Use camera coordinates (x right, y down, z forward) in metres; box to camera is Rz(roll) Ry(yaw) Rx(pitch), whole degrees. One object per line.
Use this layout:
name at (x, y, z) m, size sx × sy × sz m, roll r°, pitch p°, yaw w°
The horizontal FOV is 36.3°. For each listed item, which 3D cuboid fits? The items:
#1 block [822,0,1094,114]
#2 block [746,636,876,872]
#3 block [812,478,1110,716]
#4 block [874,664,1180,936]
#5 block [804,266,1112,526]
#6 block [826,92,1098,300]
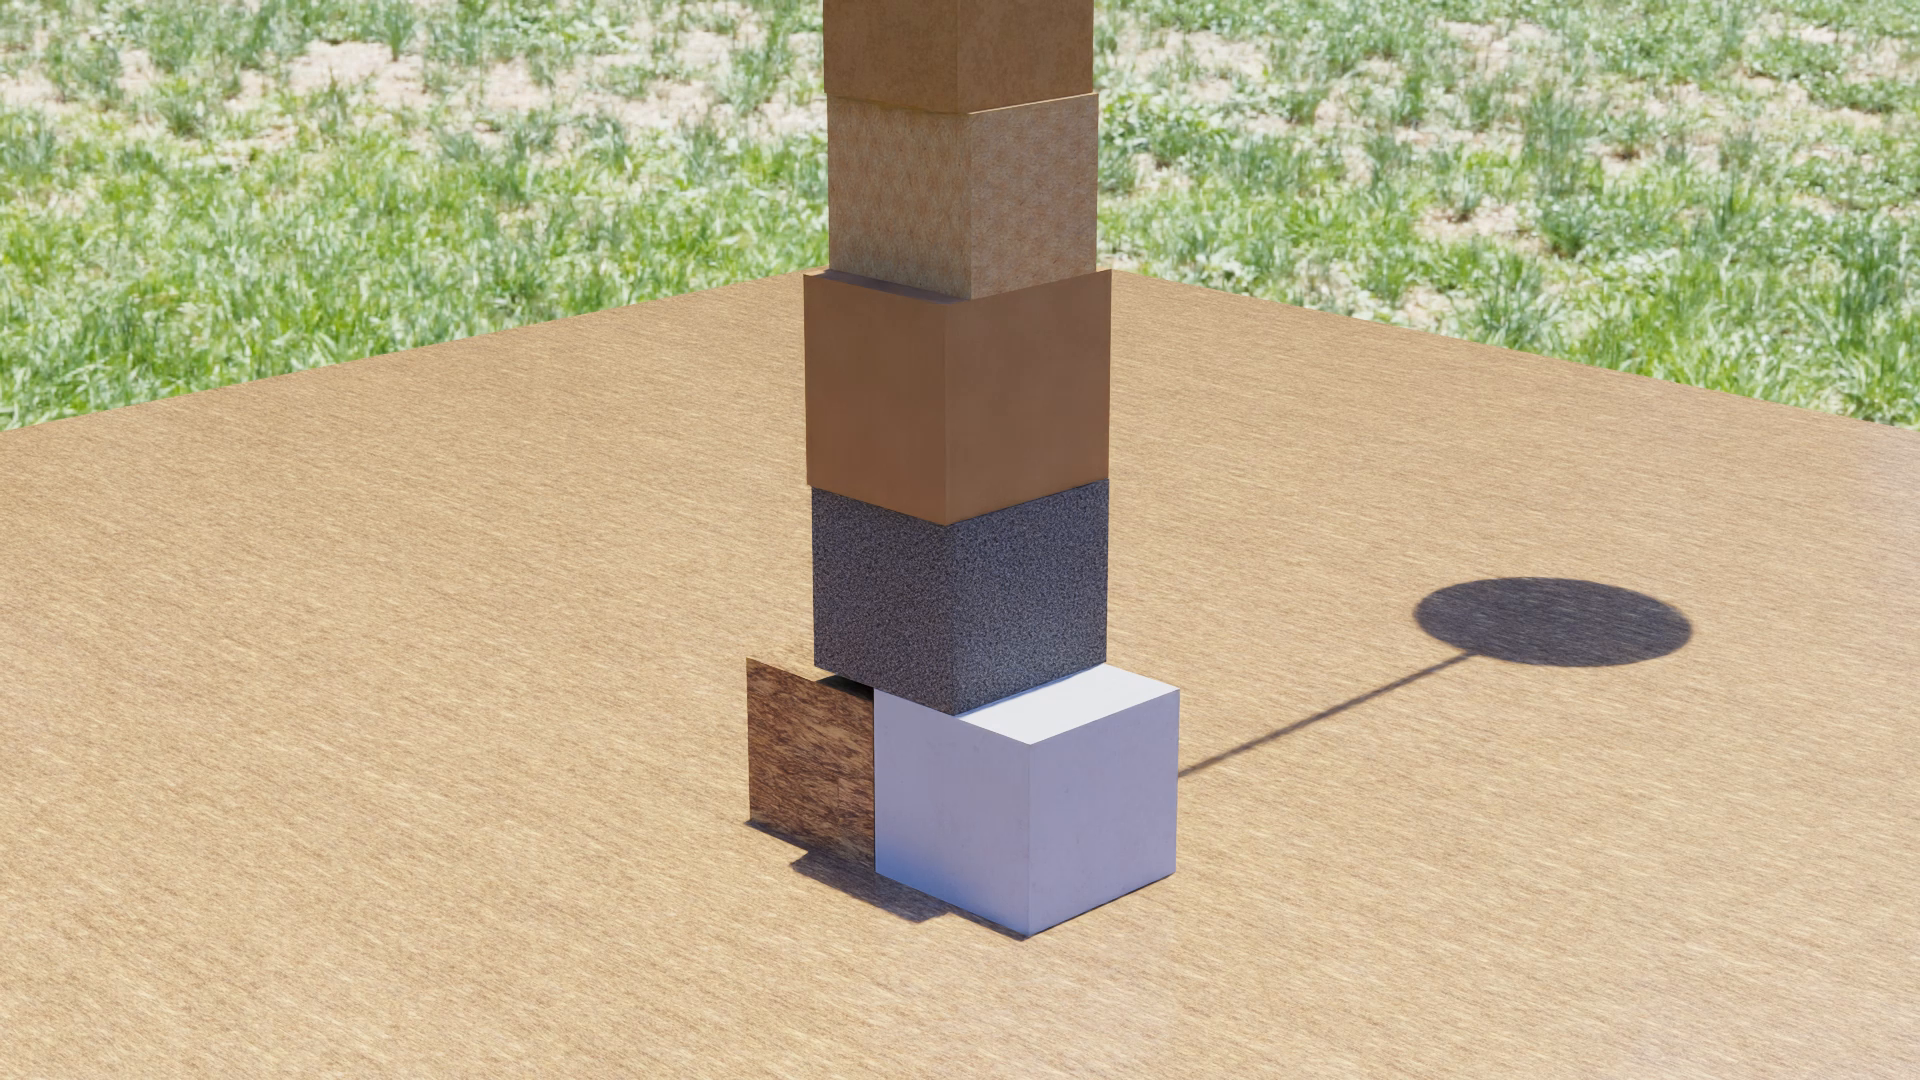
block at (-0.007, -2.357, 12.593) m, size 0.828 × 0.872 × 0.821 m, roll -17°, pitch 24°, yaw -42°
block at (-0.353, 0.934, 13.994) m, size 0.986 × 0.827 × 0.870 m, roll -17°, pitch 24°, yaw -42°
block at (0.003, 0.152, 13.393) m, size 1.001 × 0.881 × 0.906 m, roll -17°, pitch 24°, yaw -42°
block at (0.302, 1.098, 13.351) m, size 0.979 × 0.900 × 0.975 m, roll -17°, pitch 24°, yaw -42°
block at (-0.008, -0.727, 13.105) m, size 1.041 × 0.968 × 0.888 m, roll -17°, pitch 24°, yaw -42°
block at (0.011, -1.571, 12.859) m, size 0.784 × 0.789 × 0.889 m, roll -17°, pitch 24°, yaw -42°
